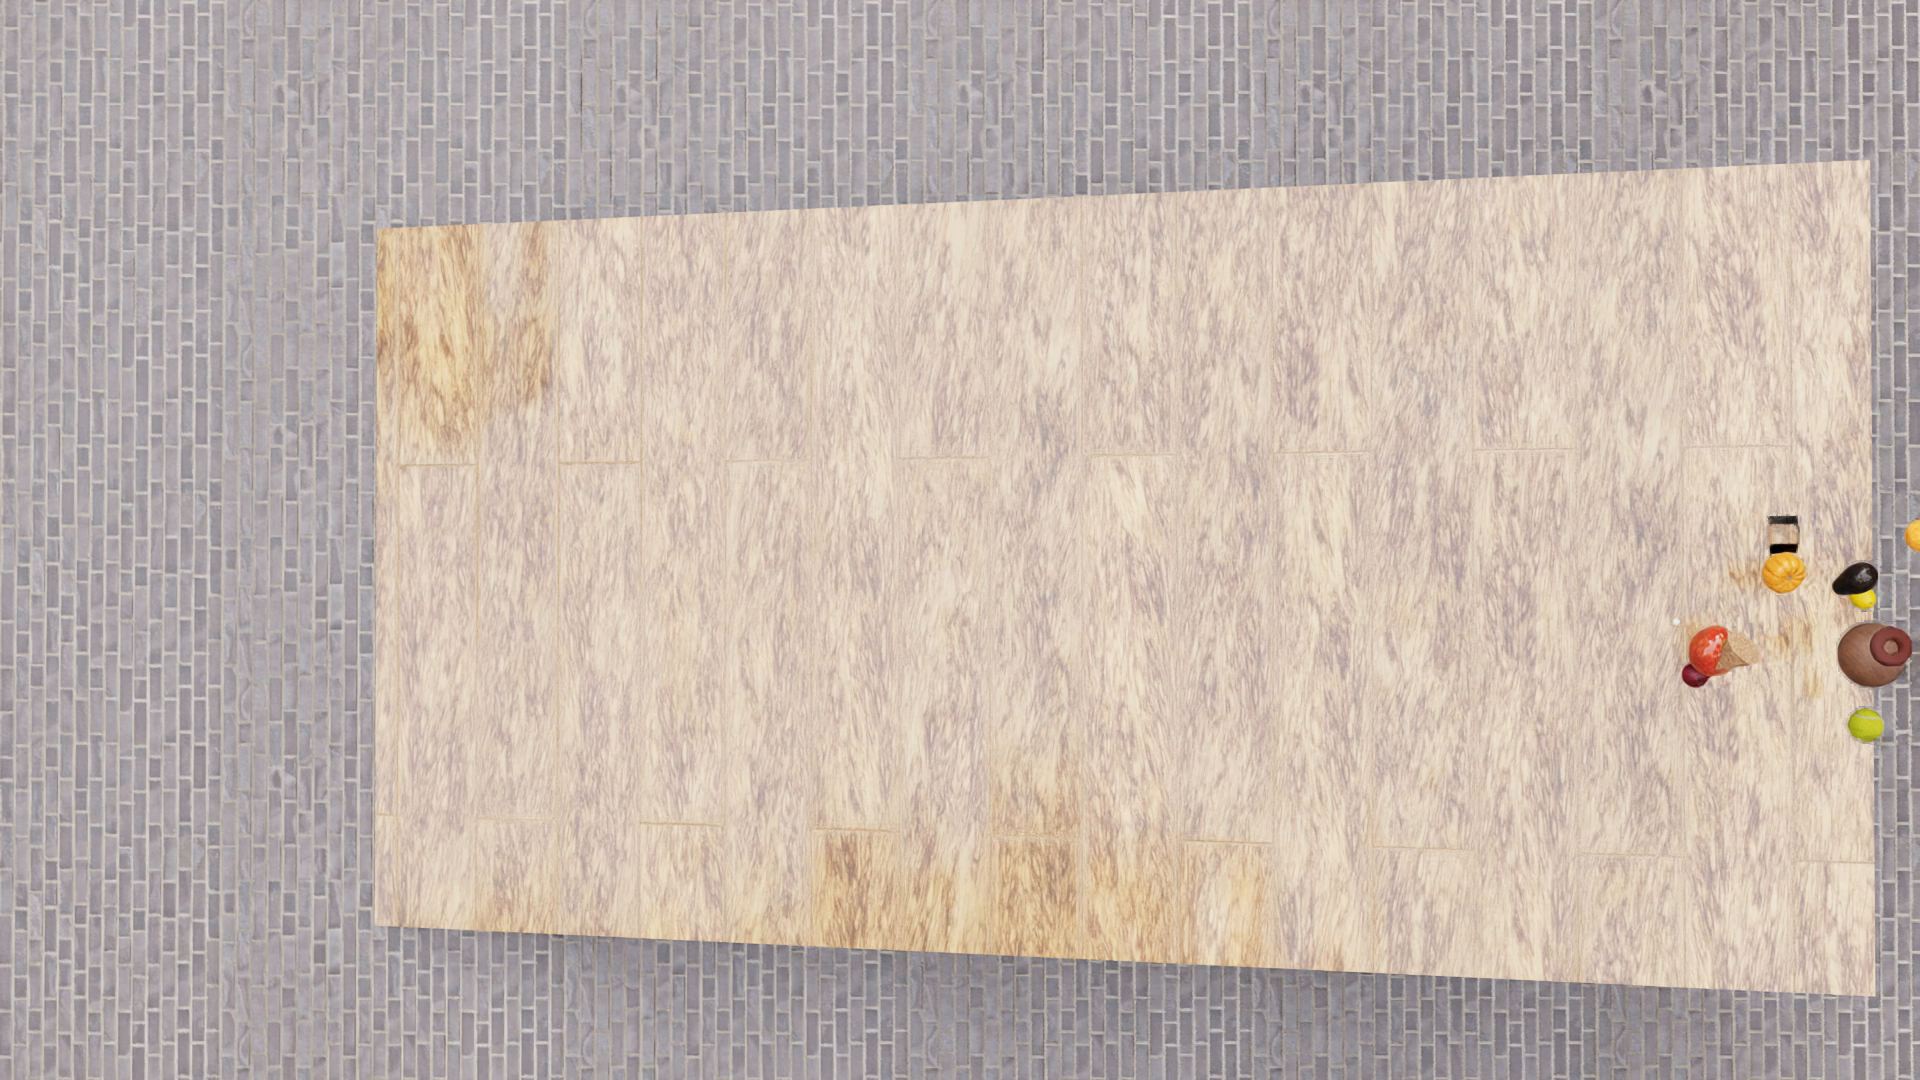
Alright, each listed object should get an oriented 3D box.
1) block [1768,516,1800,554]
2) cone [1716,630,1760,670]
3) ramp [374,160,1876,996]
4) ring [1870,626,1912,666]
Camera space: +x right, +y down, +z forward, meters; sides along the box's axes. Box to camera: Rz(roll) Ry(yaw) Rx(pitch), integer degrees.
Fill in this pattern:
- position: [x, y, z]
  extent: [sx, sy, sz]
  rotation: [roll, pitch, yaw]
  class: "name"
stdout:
- position: [1.788, -0.013, 4.775]
  extent: [0.058, 0.058, 0.058]
  rotation: [-1, 127, 15]
  class: "block"
- position: [1.655, 0.256, 4.730]
  extent: [0.088, 0.088, 0.088]
  rotation: [40, 130, 1]
  class: "cone"
- position: [0.266, 0.097, 5.834]
  extent: [4.000, 0.100, 2.000]
  rotation: [0, 89, 15]
  class: "ramp"
- position: [1.791, 0.206, 4.229]
  extent: [0.077, 0.026, 0.077]
  rotation: [-1, 85, 11]
  class: "ring"
